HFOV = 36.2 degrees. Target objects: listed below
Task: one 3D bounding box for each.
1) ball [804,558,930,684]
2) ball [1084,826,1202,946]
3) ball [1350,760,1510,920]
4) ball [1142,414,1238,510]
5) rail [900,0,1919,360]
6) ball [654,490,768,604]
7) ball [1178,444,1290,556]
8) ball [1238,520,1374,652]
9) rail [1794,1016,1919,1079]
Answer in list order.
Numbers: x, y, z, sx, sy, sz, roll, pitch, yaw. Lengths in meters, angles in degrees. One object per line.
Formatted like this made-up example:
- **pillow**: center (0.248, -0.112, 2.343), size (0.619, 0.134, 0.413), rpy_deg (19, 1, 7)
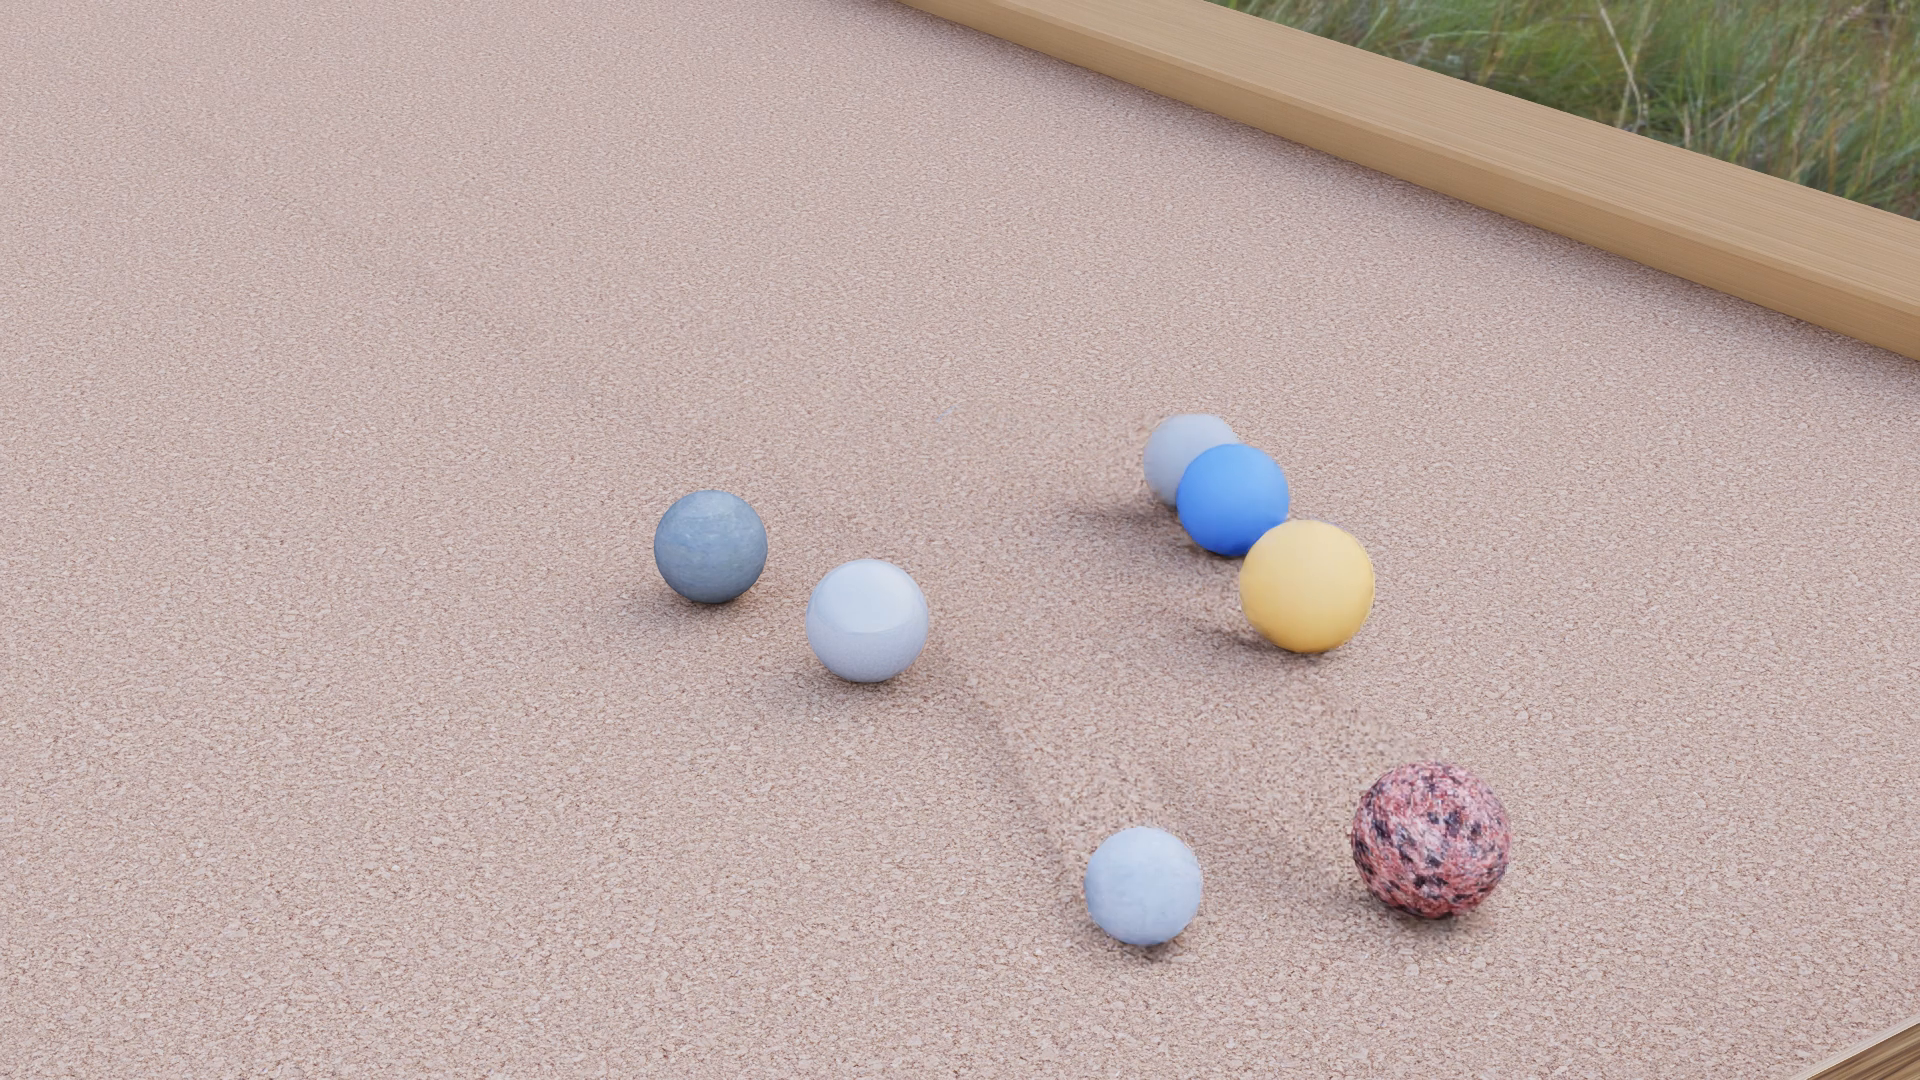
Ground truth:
- **ball**: center (-0.065, 0.057, 2.070), size (0.087, 0.087, 0.087), rpy_deg (0, 24, 0)
- **ball**: center (0.109, 0.207, 1.757), size (0.071, 0.071, 0.071), rpy_deg (0, 24, 0)
- **ball**: center (0.285, 0.182, 1.783), size (0.096, 0.096, 0.096), rpy_deg (0, 24, 0)
- **ball**: center (0.185, -0.062, 2.345), size (0.079, 0.079, 0.079), rpy_deg (0, 24, 0)
- **rail**: center (0.270, -0.551, 3.377), size (0.045, 0.125, 3.613), rpy_deg (-16, 29, -32)
- **ball**: center (-0.185, 0.005, 2.189), size (0.085, 0.085, 0.085), rpy_deg (0, 24, 0)
- **ball**: center (0.211, -0.031, 2.267), size (0.087, 0.087, 0.087), rpy_deg (0, 24, 0)
- **ball**: center (0.248, 0.033, 2.113), size (0.096, 0.096, 0.096), rpy_deg (0, 24, 0)
- **rail**: center (0.509, 0.275, 1.538), size (1.990, 0.125, 0.045), rpy_deg (-16, 29, -32)
